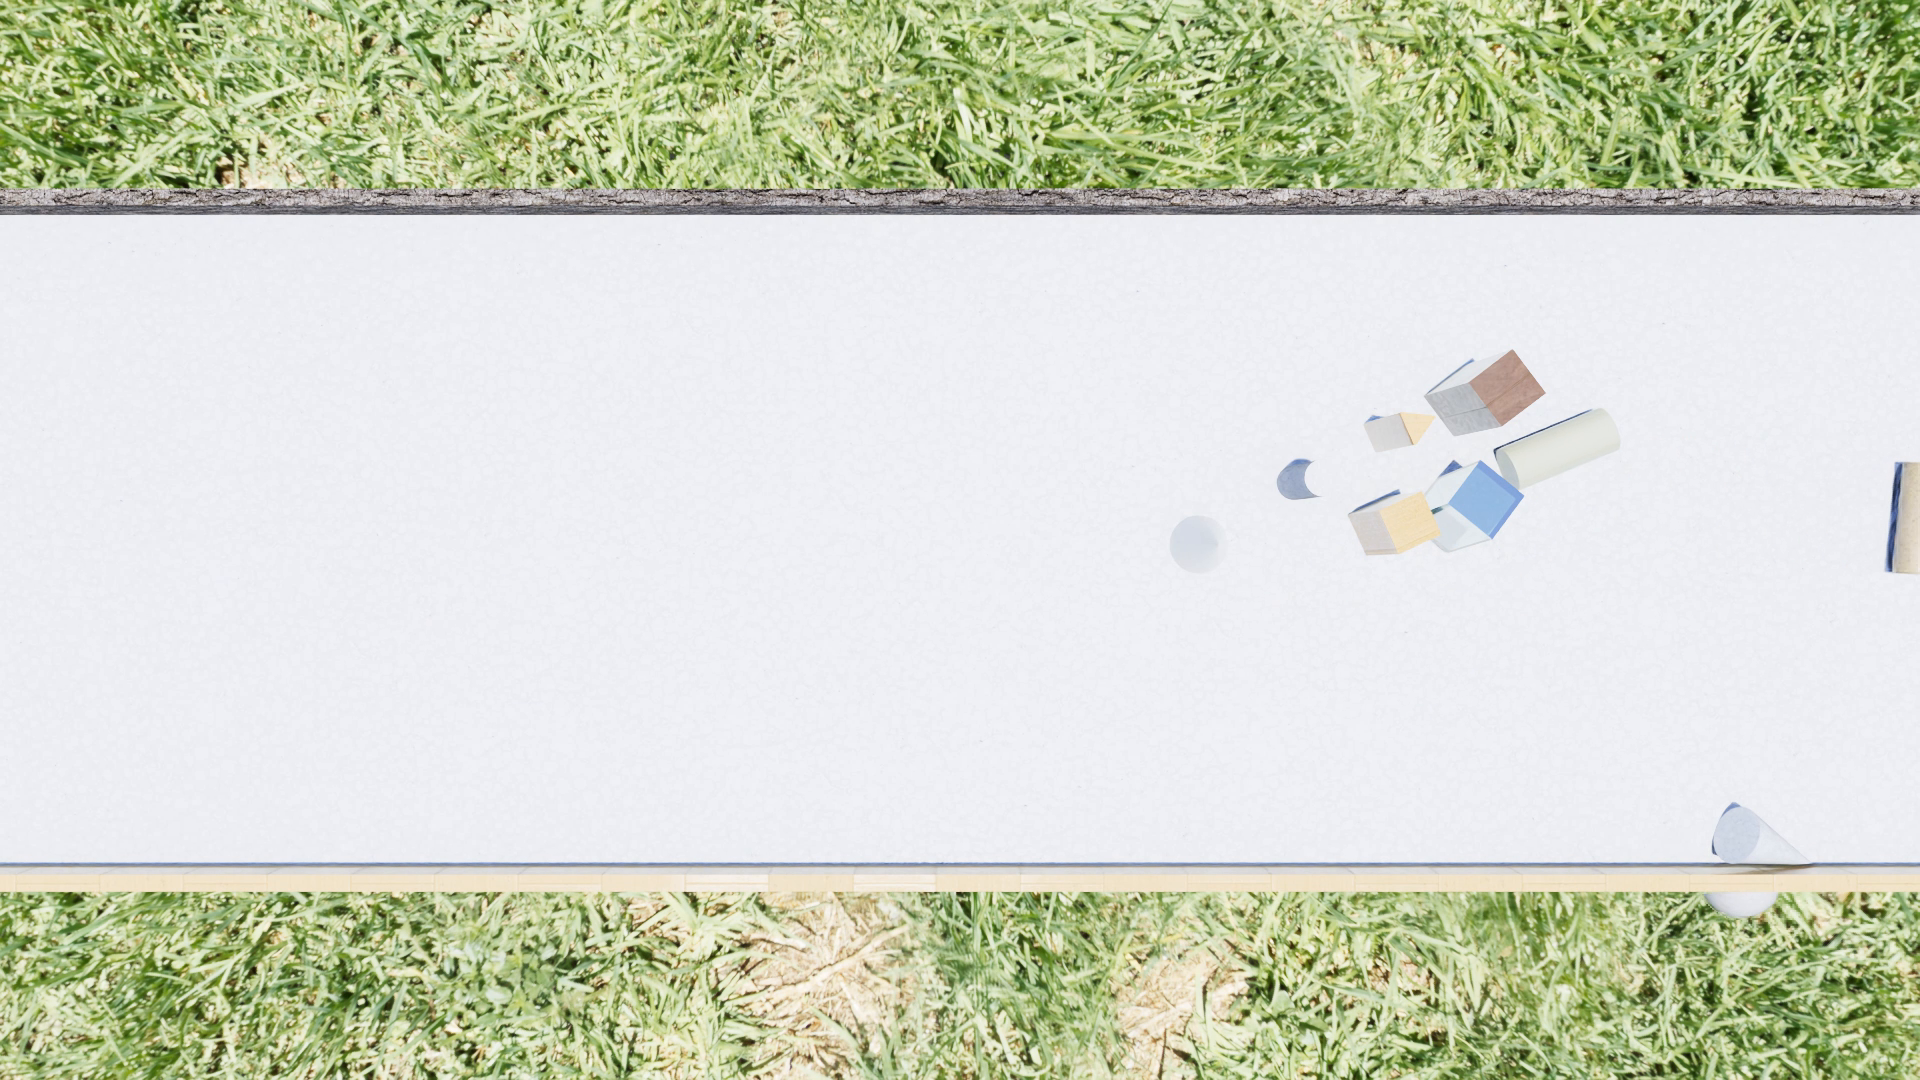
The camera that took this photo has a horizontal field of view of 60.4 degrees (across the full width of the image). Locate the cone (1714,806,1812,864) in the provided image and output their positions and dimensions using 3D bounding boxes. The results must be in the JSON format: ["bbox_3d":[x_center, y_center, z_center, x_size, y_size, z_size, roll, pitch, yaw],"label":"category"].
[{"bbox_3d":[2.489,0.946,5.034,0.311,0.177,0.177,21,90,-16],"label":"cone"}]

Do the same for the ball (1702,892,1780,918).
[{"bbox_3d":[4.003,1.742,8.473,0.384,0.384,0.384,0,90,0],"label":"ball"}]

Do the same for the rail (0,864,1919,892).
[{"bbox_3d":[-2.247,1.025,5.001,12.000,0.150,0.050,0,90,0],"label":"rail"}]

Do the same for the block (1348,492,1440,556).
[{"bbox_3d":[1.290,-0.047,4.913,0.138,0.321,0.138,-24,90,-3],"label":"block"}]

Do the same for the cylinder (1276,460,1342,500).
[{"bbox_3d":[1.028,-0.176,4.870,0.107,0.414,0.107,0,90,0],"label":"cylinder"}]

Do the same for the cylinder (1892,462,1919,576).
[{"bbox_3d":[2.920,-0.062,5.014,0.126,0.126,0.338,6,90,0],"label":"cylinder"}]

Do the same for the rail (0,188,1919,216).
[{"bbox_3d":[-2.247,-1.025,5.002,12.000,0.150,0.050,0,90,0],"label":"rail"}]

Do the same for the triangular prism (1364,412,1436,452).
[{"bbox_3d":[1.276,-0.333,4.861,0.085,0.432,0.098,36,90,0],"label":"triangular prism"}]

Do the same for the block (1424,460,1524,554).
[{"bbox_3d":[1.497,-0.095,4.903,0.165,0.325,0.165,39,80,0],"label":"block"}]

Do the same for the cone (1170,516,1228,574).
[{"bbox_3d":[0.734,0.014,4.882,0.179,0.389,0.179,0,90,0],"label":"cone"}]

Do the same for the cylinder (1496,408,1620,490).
[{"bbox_3d":[1.815,-0.274,5.006,0.328,0.142,0.142,-22,90,0],"label":"cylinder"}]

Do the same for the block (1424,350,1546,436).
[{"bbox_3d":[1.536,-0.427,4.852,0.156,0.449,0.156,-37,90,0],"label":"block"}]
